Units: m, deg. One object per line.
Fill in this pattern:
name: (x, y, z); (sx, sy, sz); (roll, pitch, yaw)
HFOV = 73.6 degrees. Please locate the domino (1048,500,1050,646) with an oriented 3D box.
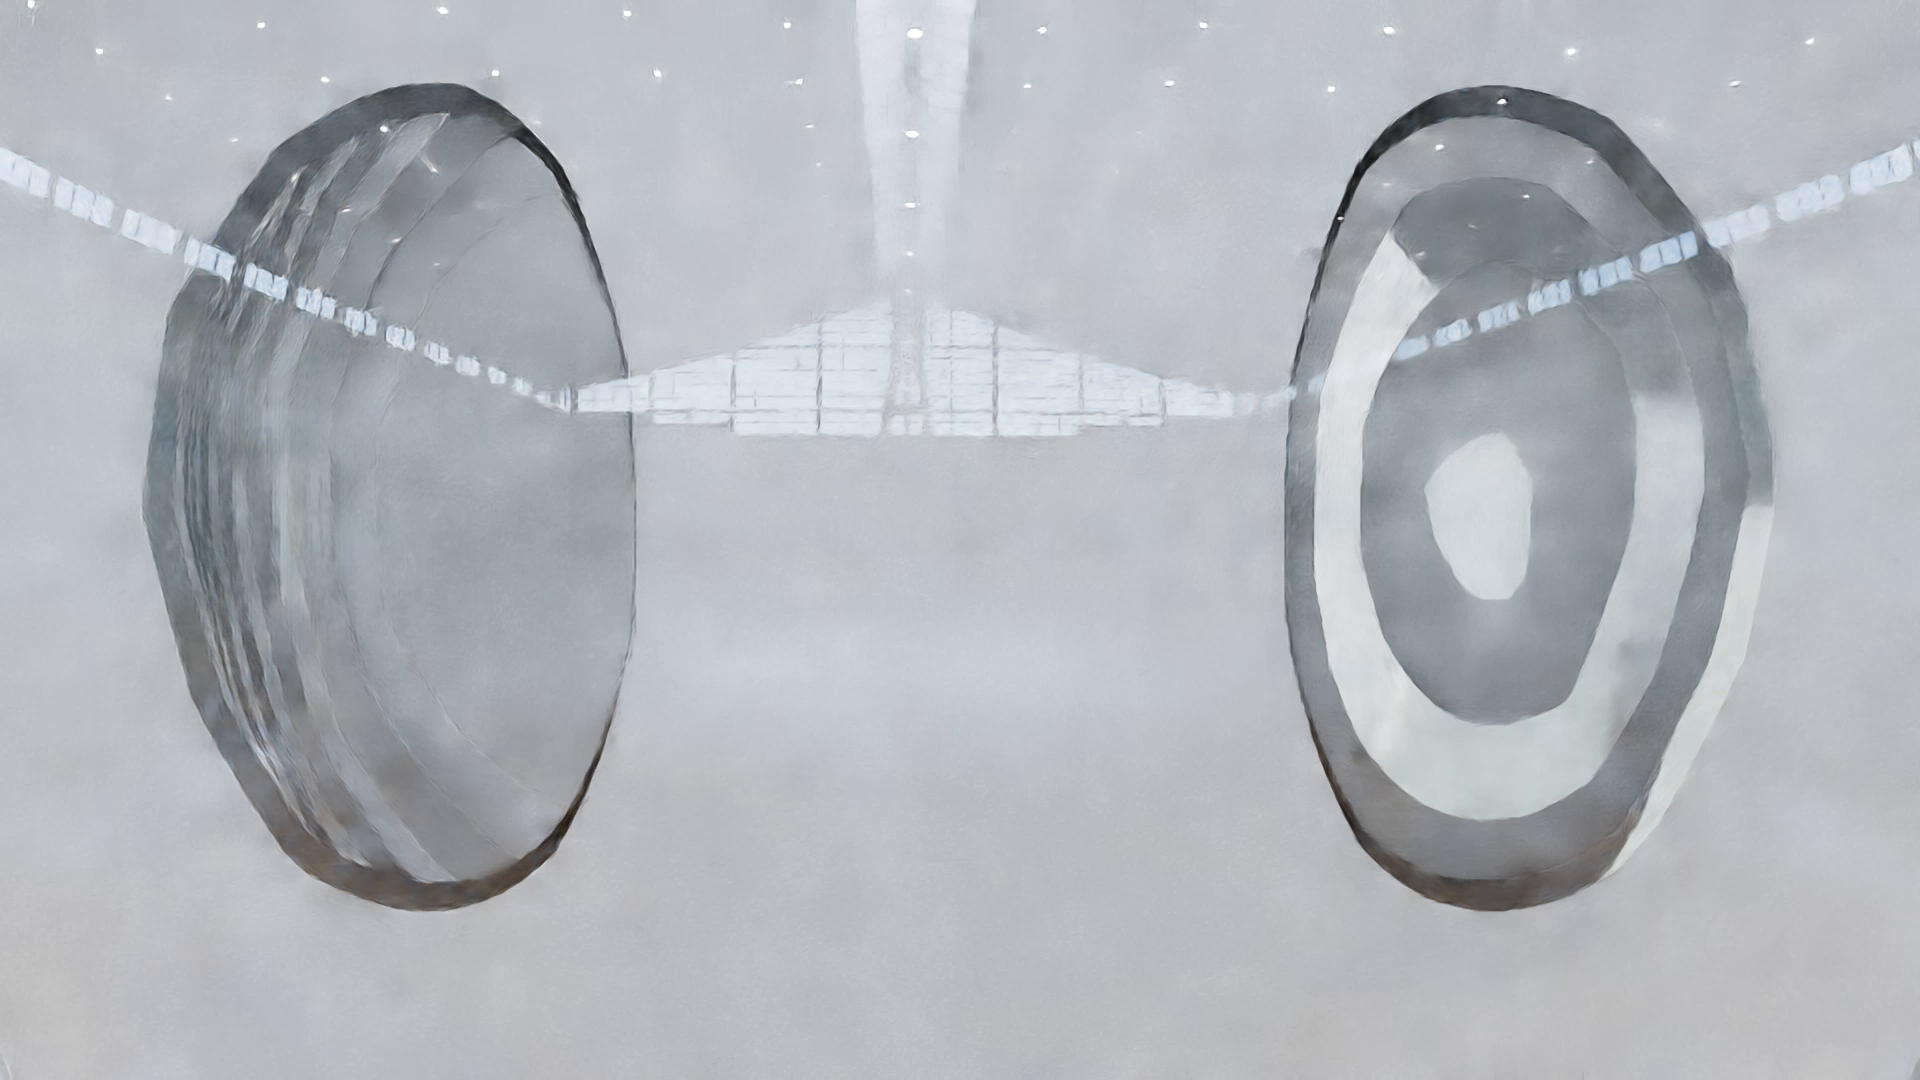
domino: (0.007, -0.003, 0.274); (0.025, 0.050, 0.010); (0, 4, 4)

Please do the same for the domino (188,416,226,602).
domino: (-0.208, -0.009, 0.357); (0.009, 0.050, 0.025); (-3, 5, -37)

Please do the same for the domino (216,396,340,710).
domino: (-0.114, 0.001, 0.215); (0.025, 0.050, 0.009); (4, 6, 45)

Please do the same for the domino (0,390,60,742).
domino: (-0.144, 0.003, 0.192); (0.009, 0.050, 0.025); (-2, 5, -29)

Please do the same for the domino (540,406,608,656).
domino: (-0.086, -0.002, 0.262); (0.025, 0.050, 0.009); (1, 4, 12)

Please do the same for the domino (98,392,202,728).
domino: (-0.128, 0.002, 0.203); (0.009, 0.050, 0.025); (-3, 5, -38)

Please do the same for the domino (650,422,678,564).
domino: (-0.105, -0.017, 0.464); (0.010, 0.050, 0.025); (2, 5, 22)

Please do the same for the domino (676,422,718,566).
domino: (-0.089, -0.017, 0.456); (0.010, 0.050, 0.025); (2, 5, 28)

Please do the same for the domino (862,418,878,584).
domino: (-0.017, -0.012, 0.398); (0.025, 0.050, 0.010); (-3, 5, -38)

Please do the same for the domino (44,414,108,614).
domino: (-0.223, -0.007, 0.324); (0.025, 0.050, 0.009); (1, 4, 9)

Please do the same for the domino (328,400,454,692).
domino: (-0.102, 0.000, 0.229); (0.025, 0.050, 0.010); (3, 5, 37)

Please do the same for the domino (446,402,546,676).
domino: (-0.092, -0.001, 0.244); (0.025, 0.050, 0.009); (2, 5, 27)

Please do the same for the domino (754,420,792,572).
domino: (-0.057, -0.015, 0.436); (0.010, 0.050, 0.025); (3, 5, 37)

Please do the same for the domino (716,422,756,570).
domino: (-0.073, -0.016, 0.447); (0.009, 0.050, 0.025); (3, 5, 32)

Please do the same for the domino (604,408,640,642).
domino: (-0.084, -0.003, 0.280); (0.025, 0.050, 0.010); (0, 4, 1)

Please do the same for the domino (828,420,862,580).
domino: (-0.030, -0.013, 0.412); (0.025, 0.050, 0.010); (-4, 6, -44)

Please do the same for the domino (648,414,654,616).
domino: (-0.089, -0.006, 0.317); (0.025, 0.050, 0.009); (-1, 4, -16)

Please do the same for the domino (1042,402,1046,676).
domino: (0.003, 0.000, 0.238); (0.025, 0.050, 0.009); (0, 4, 6)

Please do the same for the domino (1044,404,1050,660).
domino: (0.005, -0.002, 0.256); (0.025, 0.050, 0.010); (0, 4, 6)

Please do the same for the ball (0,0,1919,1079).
ball: (0.000, -0.002, 0.056); (0.080, 0.080, 0.080); (0, 4, 0)

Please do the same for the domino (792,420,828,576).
domino: (-0.043, -0.014, 0.424); (0.009, 0.050, 0.025); (4, 6, 41)

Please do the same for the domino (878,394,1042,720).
domino: (0.000, 0.002, 0.201); (0.025, 0.050, 0.009); (0, 4, 0)

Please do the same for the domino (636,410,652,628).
domino: (-0.085, -0.005, 0.299); (0.025, 0.050, 0.009); (-1, 4, -7)
